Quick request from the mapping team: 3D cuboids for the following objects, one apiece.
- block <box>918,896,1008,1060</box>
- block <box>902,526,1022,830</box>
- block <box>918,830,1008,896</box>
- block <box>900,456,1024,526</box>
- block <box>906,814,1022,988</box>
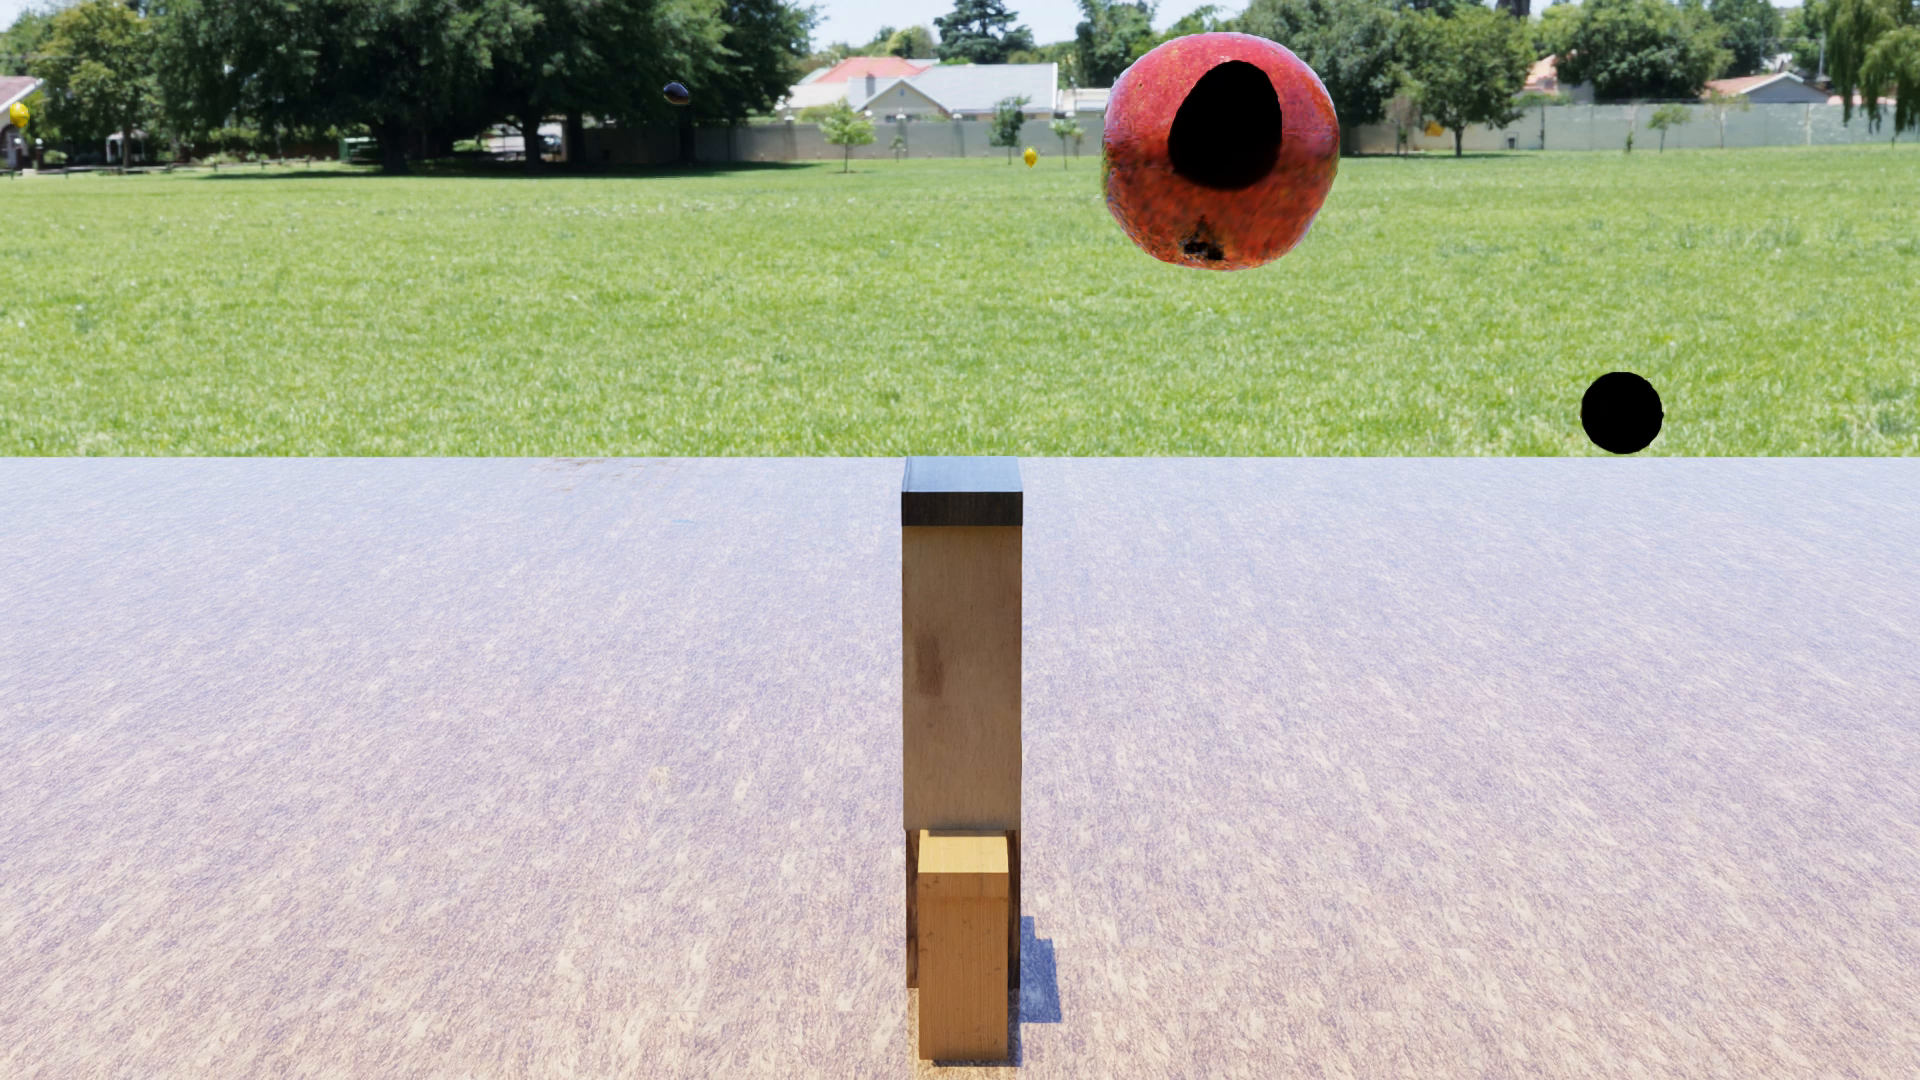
[{"bbox_3d":[0.004,0.590,3.007,0.121,0.242,0.034,0,11,0],"label":"block"},{"bbox_3d":[0.003,0.189,3.101,0.167,0.444,0.047,0,11,0],"label":"block"},{"bbox_3d":[0.004,0.439,3.061,0.121,0.034,0.242,0,11,0],"label":"block"},{"bbox_3d":[0.003,-0.073,3.165,0.167,0.047,0.334,0,11,0],"label":"block"},{"bbox_3d":[0.005,0.494,3.257,0.169,0.338,0.048,0,11,0],"label":"block"}]
